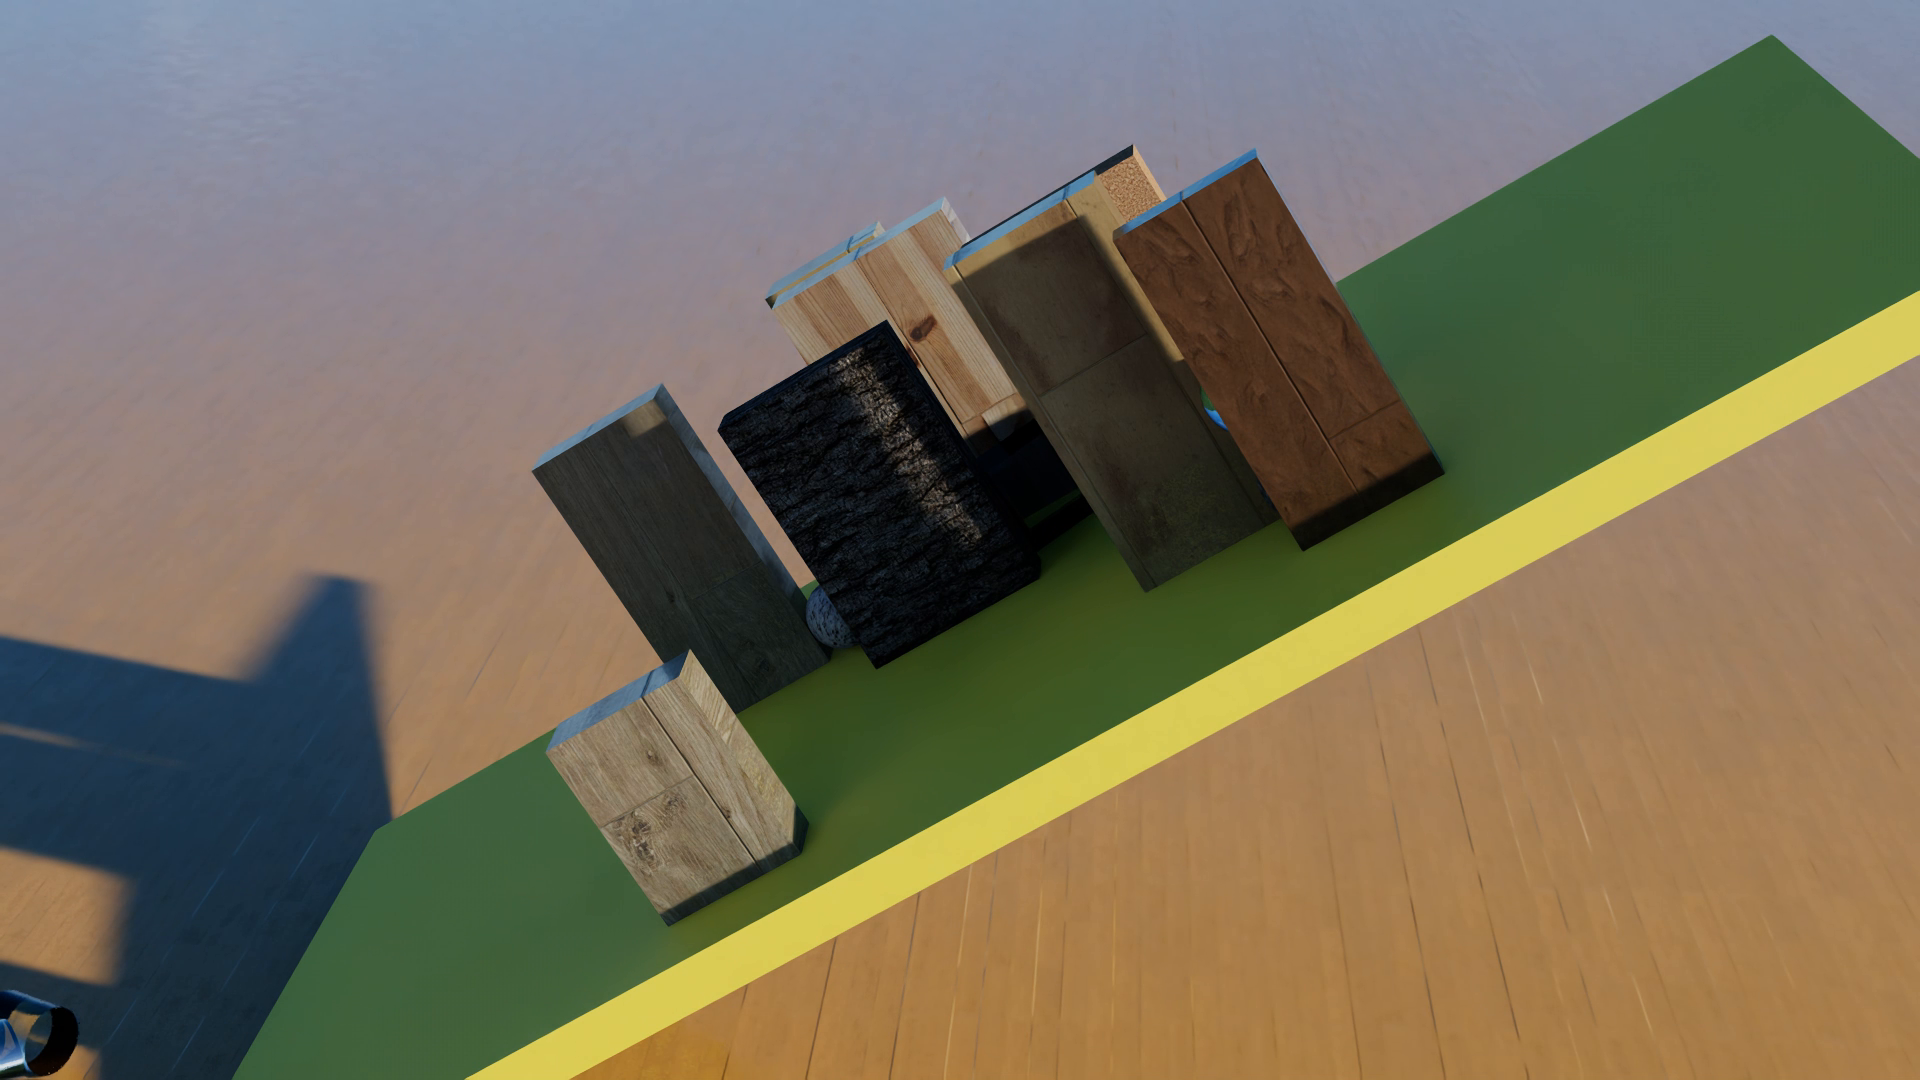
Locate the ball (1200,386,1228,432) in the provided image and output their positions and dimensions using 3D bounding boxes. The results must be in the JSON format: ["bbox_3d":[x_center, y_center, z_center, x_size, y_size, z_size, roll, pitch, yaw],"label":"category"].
[{"bbox_3d":[0.548,-0.290,5.599,0.183,0.183,0.183,0,19,0],"label":"ball"}]

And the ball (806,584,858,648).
[{"bbox_3d":[-0.267,0.164,6.634,0.163,0.163,0.163,0,19,0],"label":"ball"}]

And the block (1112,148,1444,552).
[{"bbox_3d":[0.591,-0.346,5.437,0.301,0.696,0.081,-30,15,13],"label":"block"}]

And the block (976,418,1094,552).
[{"bbox_3d":[0.177,-0.127,6.432,0.197,0.197,0.197,-35,-15,-8],"label":"block"}]

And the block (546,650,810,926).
[{"bbox_3d":[-0.542,0.479,5.678,0.309,0.425,0.141,-30,15,13],"label":"block"}]

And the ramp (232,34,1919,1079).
[{"bbox_3d":[0.141,0.169,6.289,4.000,0.100,2.000,-30,15,13],"label":"ramp"}]

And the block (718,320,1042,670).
[{"bbox_3d":[-0.169,-0.094,6.327,0.416,0.633,0.115,-30,15,13],"label":"block"}]

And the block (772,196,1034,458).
[{"bbox_3d":[-0.037,-0.347,6.676,0.448,0.728,0.126,-30,15,13],"label":"block"}]

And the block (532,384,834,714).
[{"bbox_3d":[-0.621,0.041,6.657,0.329,0.723,0.123,-30,15,13],"label":"block"}]

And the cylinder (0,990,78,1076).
[{"bbox_3d":[-2.114,1.116,6.664,0.158,0.158,0.158,11,22,29],"label":"cylinder"}]

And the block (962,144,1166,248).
[{"bbox_3d":[0.362,-0.395,6.033,0.409,0.714,0.108,-30,15,13],"label":"block"}]

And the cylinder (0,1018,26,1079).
[{"bbox_3d":[-2.177,1.169,6.471,0.187,0.187,0.187,-13,23,-32],"label":"cylinder"}]

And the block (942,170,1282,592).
[{"bbox_3d":[0.313,-0.304,5.745,0.337,0.762,0.112,-30,15,13],"label":"block"}]

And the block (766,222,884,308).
[{"bbox_3d":[-0.144,-0.382,7.069,0.304,0.698,0.144,-30,15,13],"label":"block"}]
